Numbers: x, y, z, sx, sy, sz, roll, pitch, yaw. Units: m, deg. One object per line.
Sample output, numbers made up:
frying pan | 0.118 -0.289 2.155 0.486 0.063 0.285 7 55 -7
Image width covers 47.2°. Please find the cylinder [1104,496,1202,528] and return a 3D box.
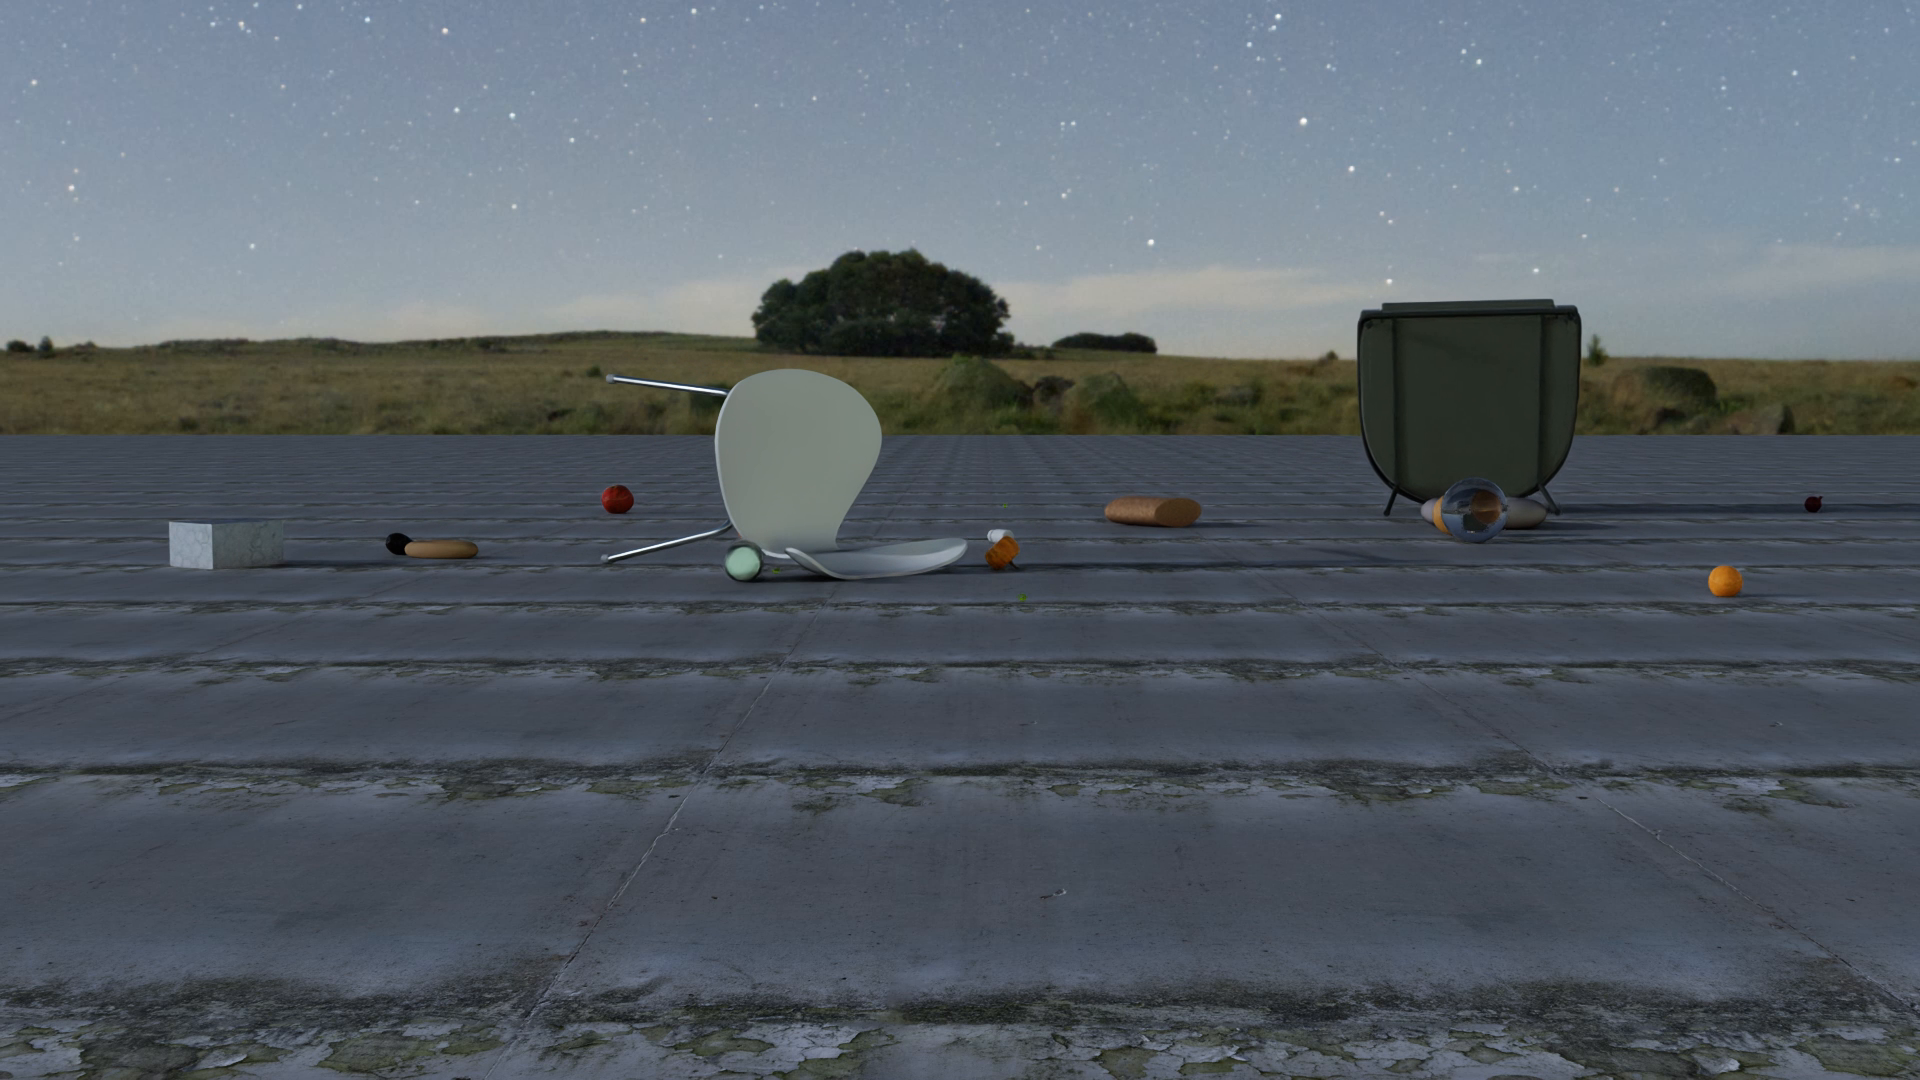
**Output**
cylinder | 0.635 -0.095 7.239 0.235 0.094 0.217 -6 7 -44

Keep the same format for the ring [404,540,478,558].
ring | -1.380 0.026 5.850 0.221 0.045 0.089 1 5 19

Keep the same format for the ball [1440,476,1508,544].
ball | 1.500 -0.088 6.414 0.193 0.193 0.193 0 4 0

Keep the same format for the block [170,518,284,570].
block | -1.872 0.008 5.614 0.173 0.112 0.213 3 5 35

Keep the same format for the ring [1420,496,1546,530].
ring | 1.714 -0.091 7.211 0.354 0.092 0.490 -2 4 -22

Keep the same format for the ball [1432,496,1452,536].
ball | 1.510 -0.078 6.716 0.133 0.133 0.133 0 4 0
